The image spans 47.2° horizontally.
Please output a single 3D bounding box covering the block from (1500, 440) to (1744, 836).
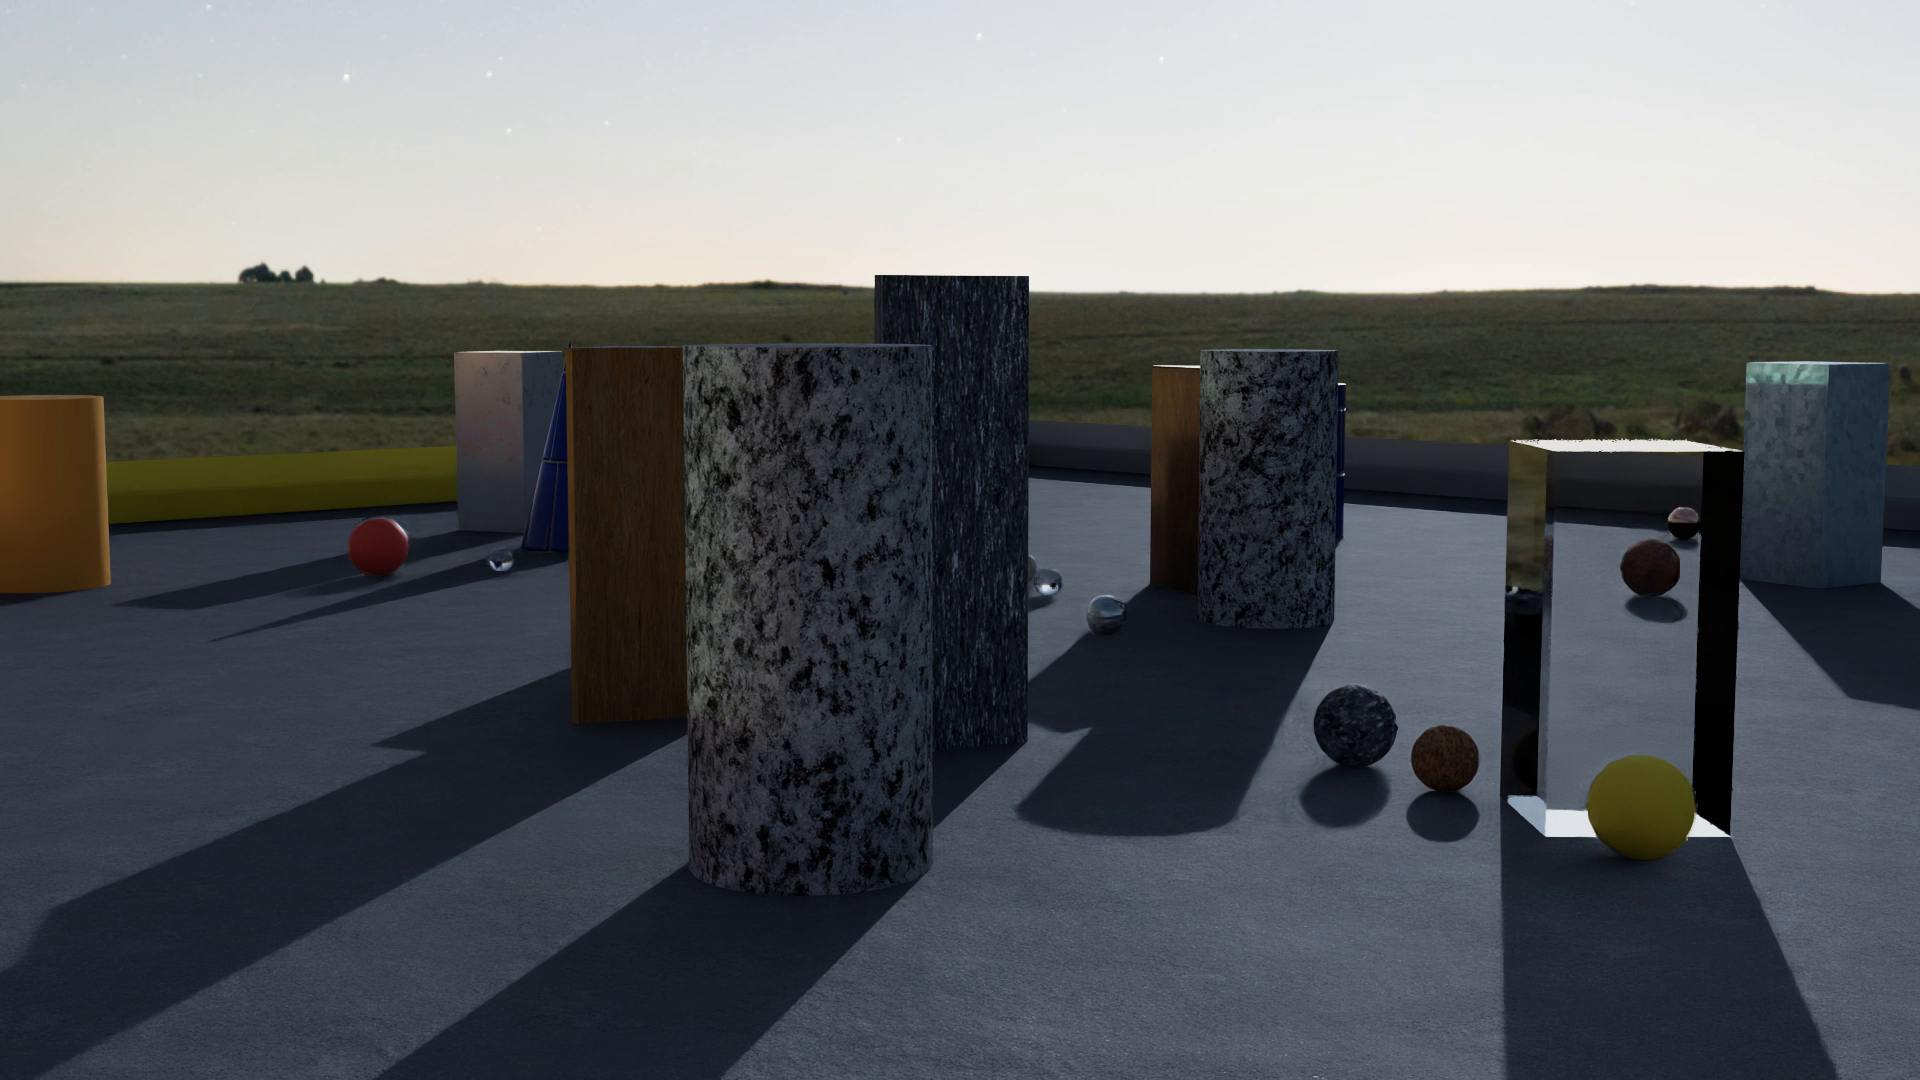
[{"bbox_3d":[0.575,0.081,1.926,0.157,0.327,0.157,0,6,0],"label":"block"}]

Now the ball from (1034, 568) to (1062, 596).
[{"bbox_3d":[0.137,0.066,3.423,0.045,0.045,0.045,0,6,0],"label":"ball"}]

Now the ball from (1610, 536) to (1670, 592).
[{"bbox_3d":[1.076,0.037,3.482,0.090,0.090,0.090,0,6,0],"label":"ball"}]

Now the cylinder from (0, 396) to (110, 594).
[{"bbox_3d":[-1.481,-0.078,3.548,0.196,0.305,0.196,0,6,0],"label":"cylinder"}]

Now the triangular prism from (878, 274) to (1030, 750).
[{"bbox_3d":[-0.038,-0.033,2.283,0.170,0.479,0.147,-3,7,-27],"label":"triangular prism"}]

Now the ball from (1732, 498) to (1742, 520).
[{"bbox_3d":[1.668,-0.067,4.684,0.047,0.047,0.047,0,6,0],"label":"ball"}]

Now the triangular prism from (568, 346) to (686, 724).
[{"bbox_3d":[-0.363,-0.013,2.452,0.170,0.404,0.147,-2,6,-21],"label":"triangular prism"}]

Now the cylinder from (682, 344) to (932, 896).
[{"bbox_3d":[-0.120,0.054,1.753,0.196,0.417,0.196,0,6,0],"label":"cylinder"}]

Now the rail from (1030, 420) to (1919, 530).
[{"bbox_3d":[1.594,-0.120,4.795,0.045,0.127,4.268,-5,8,-42],"label":"rail"}]

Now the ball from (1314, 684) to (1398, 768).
[{"bbox_3d":[0.386,0.181,2.149,0.081,0.081,0.081,0,6,0],"label":"ball"}]

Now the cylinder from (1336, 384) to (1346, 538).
[{"bbox_3d":[0.659,-0.157,4.334,0.196,0.300,0.196,0,6,0],"label":"cylinder"}]

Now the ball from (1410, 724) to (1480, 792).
[{"bbox_3d":[0.449,0.202,2.038,0.062,0.062,0.062,0,6,0],"label":"ball"}]

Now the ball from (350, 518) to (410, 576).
[{"bbox_3d":[-0.977,0.011,3.703,0.097,0.097,0.097,0,6,0],"label":"ball"}]

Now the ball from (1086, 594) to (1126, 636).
[{"bbox_3d":[0.200,0.103,3.015,0.056,0.056,0.056,0,6,0],"label":"ball"}]

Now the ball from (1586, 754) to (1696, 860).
[{"bbox_3d":[0.554,0.217,1.789,0.084,0.084,0.084,0,6,0],"label":"ball"}]

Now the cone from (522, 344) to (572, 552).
[{"bbox_3d":[-0.727,-0.179,4.119,0.196,0.388,0.196,0,6,0],"label":"cone"}]

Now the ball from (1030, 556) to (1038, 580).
[{"bbox_3d":[0.100,0.046,3.585,0.052,0.052,0.052,0,6,0],"label":"ball"}]

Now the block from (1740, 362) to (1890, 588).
[{"bbox_3d":[1.403,-0.111,3.613,0.157,0.358,0.157,-4,7,-32],"label":"block"}]

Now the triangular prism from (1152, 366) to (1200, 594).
[{"bbox_3d":[0.371,-0.101,3.529,0.147,0.355,0.170,5,8,38],"label":"triangular prism"}]

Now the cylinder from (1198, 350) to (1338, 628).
[{"bbox_3d":[0.442,-0.078,3.159,0.196,0.387,0.196,0,6,0],"label":"cylinder"}]

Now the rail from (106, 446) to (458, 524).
[{"bbox_3d":[-1.431,-0.128,4.874,4.385,0.127,0.045,-5,8,-42],"label":"rail"}]

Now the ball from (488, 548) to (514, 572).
[{"bbox_3d":[-0.782,0.034,3.745,0.041,0.041,0.041,0,6,0],"label":"ball"}]

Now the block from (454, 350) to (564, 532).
[{"bbox_3d":[-0.916,-0.203,4.486,0.157,0.360,0.157,2,6,20],"label":"block"}]

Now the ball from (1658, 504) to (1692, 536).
[{"bbox_3d":[1.412,-0.039,4.345,0.063,0.063,0.063,0,6,0],"label":"ball"}]
